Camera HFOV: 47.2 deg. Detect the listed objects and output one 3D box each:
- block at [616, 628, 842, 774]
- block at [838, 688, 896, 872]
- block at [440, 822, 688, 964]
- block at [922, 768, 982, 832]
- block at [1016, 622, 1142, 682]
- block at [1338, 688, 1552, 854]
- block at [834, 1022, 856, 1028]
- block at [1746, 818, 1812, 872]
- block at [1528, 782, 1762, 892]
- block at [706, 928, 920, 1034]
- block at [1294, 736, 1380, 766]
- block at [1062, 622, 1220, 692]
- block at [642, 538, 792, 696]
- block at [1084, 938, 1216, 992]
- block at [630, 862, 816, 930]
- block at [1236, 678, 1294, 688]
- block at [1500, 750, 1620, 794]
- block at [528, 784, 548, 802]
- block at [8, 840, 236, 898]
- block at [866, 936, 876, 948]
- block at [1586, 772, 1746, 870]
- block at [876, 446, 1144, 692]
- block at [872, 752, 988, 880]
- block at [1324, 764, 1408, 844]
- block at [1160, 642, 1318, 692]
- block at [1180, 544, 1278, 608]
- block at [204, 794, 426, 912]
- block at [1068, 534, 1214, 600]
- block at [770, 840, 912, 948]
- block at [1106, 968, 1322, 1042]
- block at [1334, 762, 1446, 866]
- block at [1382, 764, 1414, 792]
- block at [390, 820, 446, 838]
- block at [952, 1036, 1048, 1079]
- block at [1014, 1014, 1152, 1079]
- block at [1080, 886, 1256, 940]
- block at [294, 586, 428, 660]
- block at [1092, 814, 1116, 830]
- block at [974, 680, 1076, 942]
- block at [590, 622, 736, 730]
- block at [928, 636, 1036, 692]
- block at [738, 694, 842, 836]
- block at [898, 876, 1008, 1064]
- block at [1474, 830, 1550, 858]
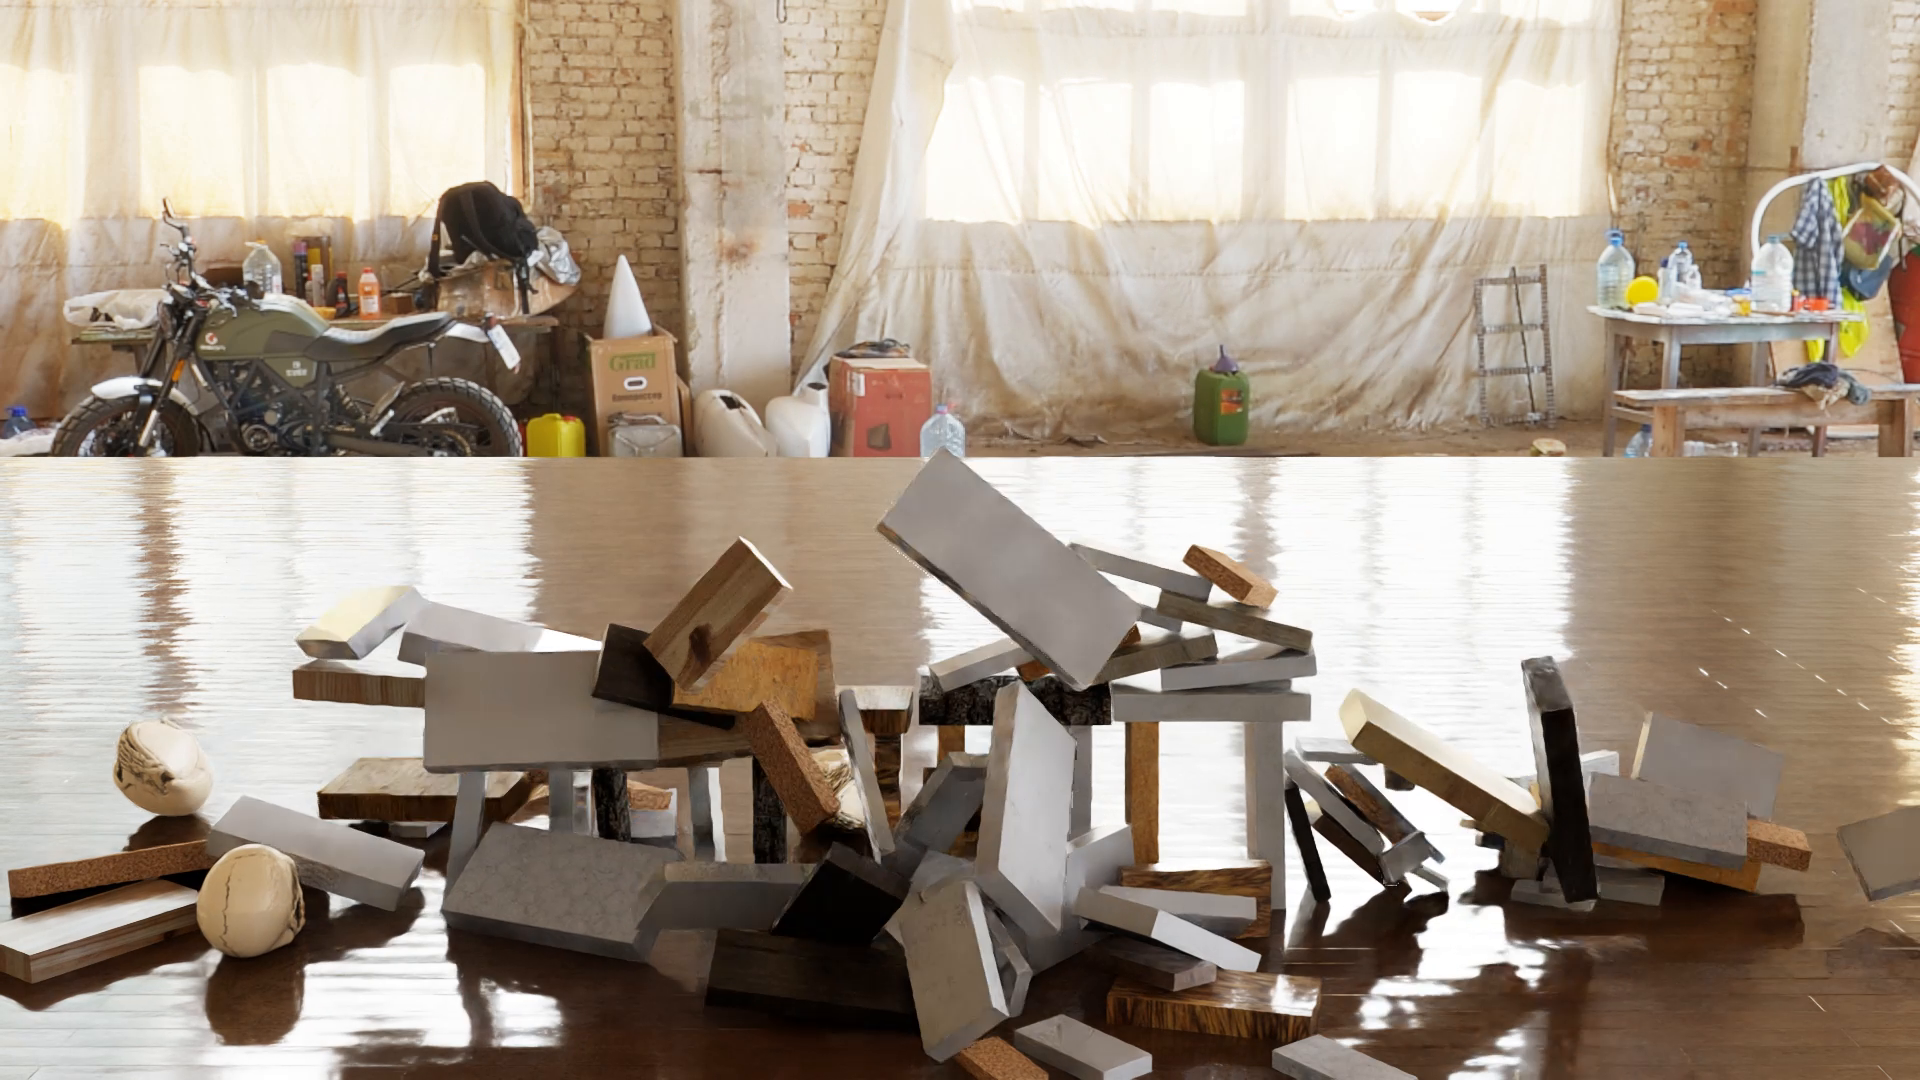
[{"bbox_3d":[-0.378,0.257,3.519,0.359,0.180,0.051,-7,-19,-2],"label":"block"},{"bbox_3d":[-0.144,0.374,3.387,0.023,0.081,0.293,-10,55,-10],"label":"block"},{"bbox_3d":[-0.623,0.553,3.475,0.359,0.051,0.180,5,46,24],"label":"block"},{"bbox_3d":[-0.011,0.452,3.820,0.108,0.031,0.216,3,-28,0],"label":"block"},{"bbox_3d":[0.191,0.178,3.621,0.203,0.029,0.102,-20,9,-3],"label":"block"},{"bbox_3d":[0.788,0.375,3.594,0.351,0.050,0.175,31,13,-5],"label":"block"},{"bbox_3d":[-0.111,0.655,3.171,0.163,0.023,0.081,-4,35,-20],"label":"block"},{"bbox_3d":[1.301,0.497,3.729,0.254,0.036,0.127,13,11,12],"label":"block"},{"bbox_3d":[1.167,0.508,3.779,0.383,0.050,0.175,13,11,13],"label":"block"},{"bbox_3d":[-0.195,0.627,3.131,0.318,0.034,0.121,8,32,-3],"label":"block"},{"bbox_3d":[0.627,0.350,3.651,0.129,0.018,0.064,4,16,-5],"label":"block"},{"bbox_3d":[0.292,0.188,3.610,0.257,0.035,0.125,-14,9,5],"label":"block"},{"bbox_3d":[-0.372,0.117,3.371,0.112,0.225,0.032,46,7,24],"label":"block"},{"bbox_3d":[0.275,0.617,3.201,0.090,0.025,0.179,-3,6,-42],"label":"block"},{"bbox_3d":[-0.335,0.549,3.390,0.322,0.126,0.036,7,44,-34],"label":"block"},{"bbox_3d":[0.494,0.227,3.598,0.097,0.014,0.049,2,11,13],"label":"block"},{"bbox_3d":[1.090,0.466,3.999,0.288,0.121,0.034,-7,9,-34],"label":"block"},{"bbox_3d":[-0.843,0.460,4.256,0.143,0.040,0.299,8,13,36],"label":"block"},{"bbox_3d":[-1.331,0.538,3.705,0.486,0.045,0.159,-6,-4,-30],"label":"block"},{"bbox_3d":[-0.022,0.583,3.473,0.310,0.044,0.155,-14,16,-25],"label":"block"},{"bbox_3d":[1.172,0.466,3.658,0.254,0.036,0.127,10,41,12],"label":"block"},{"bbox_3d":[0.070,0.041,3.064,0.365,0.144,0.041,39,-20,-3],"label":"block"},{"bbox_3d":[-0.056,0.463,3.460,0.099,0.368,0.028,7,43,-33],"label":"block"},{"bbox_3d":[0.692,0.455,3.687,0.185,0.026,0.093,44,1,-25],"label":"block"},{"bbox_3d":[0.453,0.202,3.592,0.250,0.035,0.125,-6,10,7],"label":"block"},{"bbox_3d":[0.443,0.060,3.590,0.119,0.034,0.239,36,8,17],"label":"block"},{"bbox_3d":[-1.064,0.517,3.641,0.319,0.045,0.159,18,13,-4],"label":"block"},{"bbox_3d":[0.292,0.044,3.596,0.238,0.034,0.119,15,7,1],"label":"block"},{"bbox_3d":[-0.178,0.541,3.220,0.126,0.253,0.036,29,47,-5],"label":"block"},{"bbox_3d":[0.367,0.663,3.165,0.288,0.041,0.144,3,11,15],"label":"block"},{"bbox_3d":[0.722,0.454,3.694,0.261,0.018,0.064,44,1,-24],"label":"block"},{"bbox_3d":[0.720,0.387,3.610,0.014,0.049,0.097,-9,-11,31],"label":"block"},{"bbox_3d":[-0.971,0.505,4.024,0.075,0.021,0.150,0,15,17],"label":"block"},{"bbox_3d":[0.054,0.710,2.968,0.070,0.020,0.140,-5,12,-27],"label":"block"},{"bbox_3d":[0.167,0.699,3.011,0.090,0.025,0.179,-9,14,-39],"label":"block"},{"bbox_3d":[0.317,0.572,3.364,0.242,0.034,0.121,7,-28,-14],"label":"block"},{"bbox_3d":[-0.999,0.137,3.660,0.143,0.040,0.285,-43,21,-26],"label":"block"},{"bbox_3d":[0.161,0.501,3.976,0.216,0.031,0.108,16,13,39],"label":"block"},{"bbox_3d":[0.101,0.402,3.313,0.044,0.155,0.396,-27,31,26],"label":"block"},{"bbox_3d":[-0.455,0.214,3.443,0.225,0.113,0.032,16,-24,-18],"label":"block"},{"bbox_3d":[0.055,0.194,3.603,0.203,0.029,0.102,-19,10,-8],"label":"block"},{"bbox_3d":[-0.259,0.344,3.343,0.028,0.199,0.099,-23,-13,-36],"label":"block"},{"bbox_3d":[-0.011,0.596,3.068,0.122,0.034,0.243,-38,35,17],"label":"block"},{"bbox_3d":[0.988,0.530,3.793,0.185,0.026,0.093,8,-5,8],"label":"block"}]
